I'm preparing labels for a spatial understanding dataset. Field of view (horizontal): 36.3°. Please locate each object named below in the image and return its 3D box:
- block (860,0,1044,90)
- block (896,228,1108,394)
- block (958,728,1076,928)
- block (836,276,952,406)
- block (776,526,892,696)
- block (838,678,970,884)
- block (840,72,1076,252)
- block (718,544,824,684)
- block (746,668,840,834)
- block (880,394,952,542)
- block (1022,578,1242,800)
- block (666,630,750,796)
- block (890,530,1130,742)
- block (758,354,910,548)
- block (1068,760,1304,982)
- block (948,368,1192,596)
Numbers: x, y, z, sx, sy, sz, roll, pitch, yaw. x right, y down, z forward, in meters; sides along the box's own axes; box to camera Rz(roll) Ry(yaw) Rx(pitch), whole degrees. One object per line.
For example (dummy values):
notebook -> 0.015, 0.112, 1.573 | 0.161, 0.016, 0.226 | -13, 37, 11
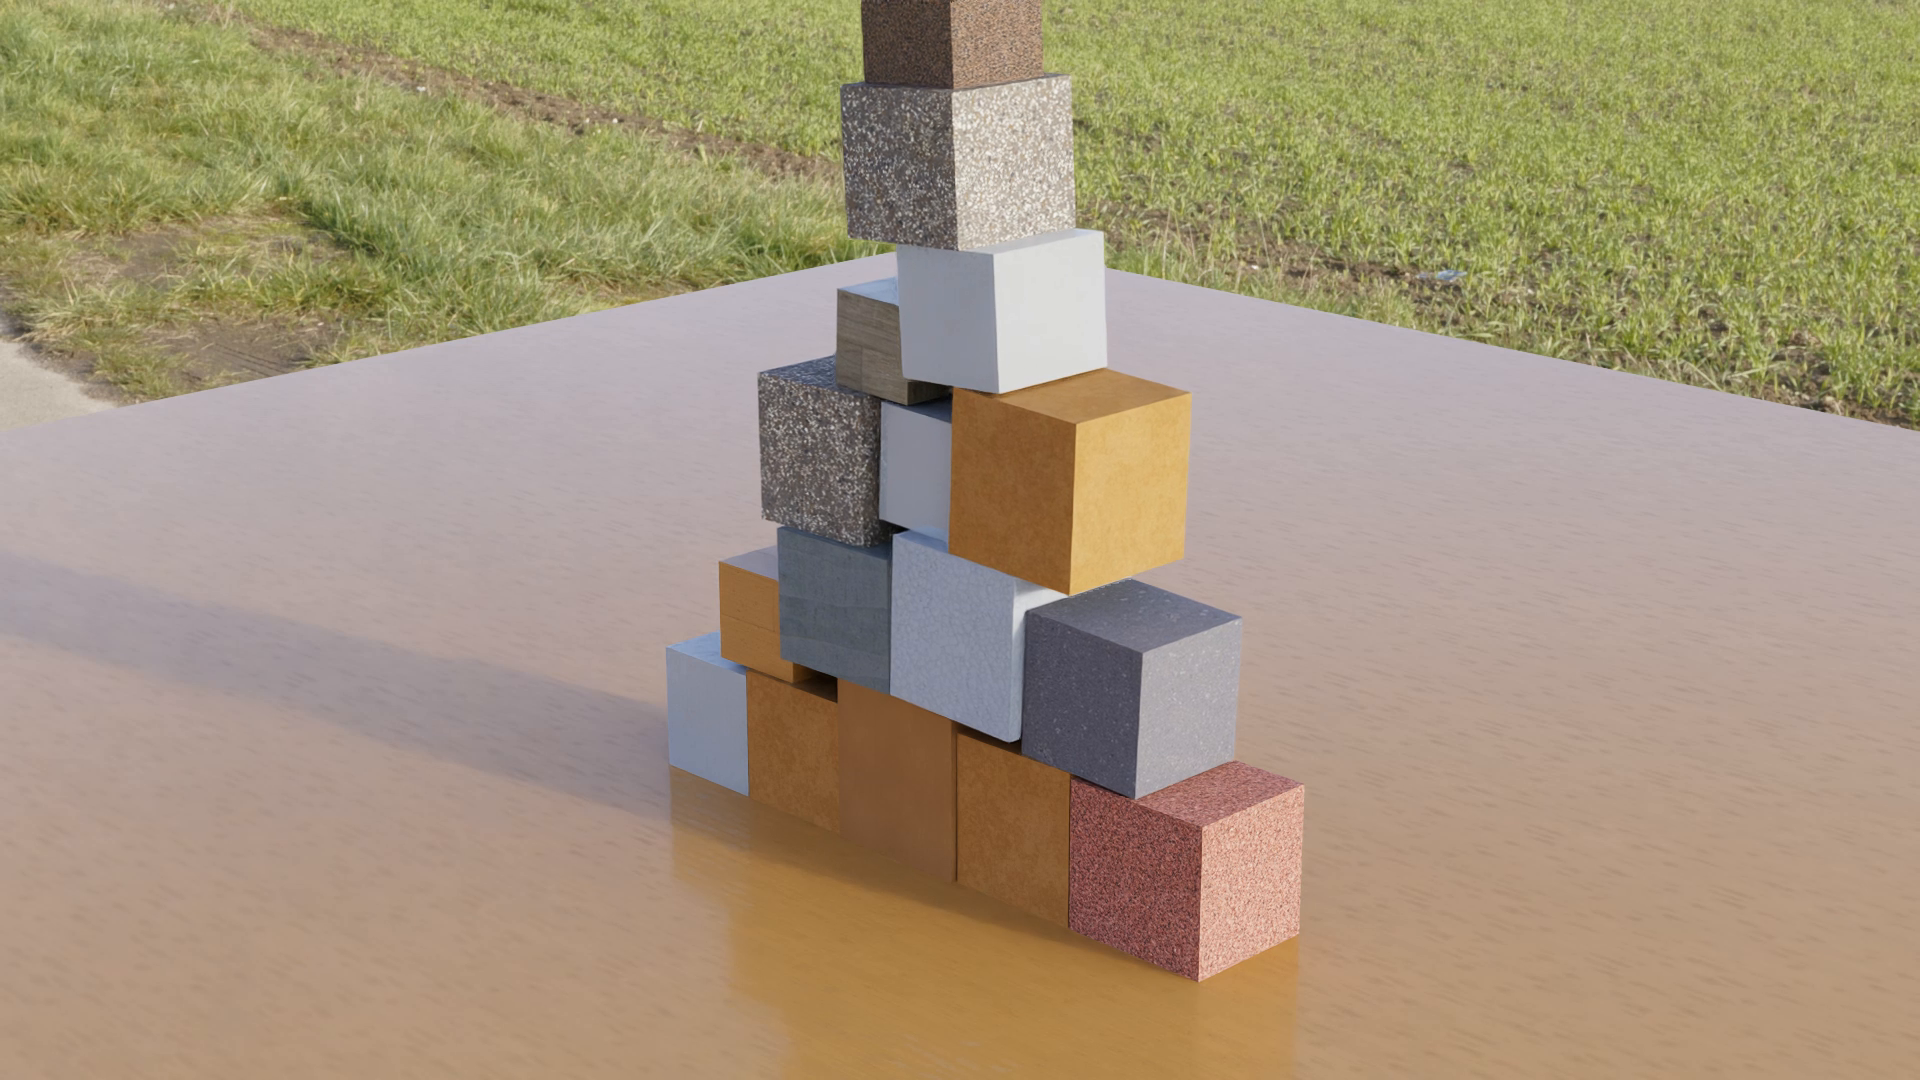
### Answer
block -> -0.036, -2.260, 12.649 | 0.552, 0.548, 0.549 | -17, 20, -42
block -> 0.186, -1.026, 12.806 | 0.682, 0.598, 0.592 | -17, 20, -42
block -> 0.468, 1.216, 13.257 | 0.671, 0.731, 0.690 | -17, 24, -42
block -> -0.215, -0.920, 13.292 | 0.509, 0.443, 0.467 | -17, 26, -42
block -> -0.327, 0.247, 13.758 | 0.740, 0.643, 0.742 | -17, 23, -42
block -> -0.057, 1.022, 13.728 | 0.702, 0.818, 0.749 | -17, 24, -42
block -> -0.006, -1.675, 12.810 | 0.729, 0.668, 0.692 | -17, 20, -42
block -> -0.777, 0.331, 14.260 | 0.577, 0.493, 0.526 | -17, 24, -42
block -> -0.570, 0.946, 14.229 | 0.635, 0.662, 0.665 | -17, 24, -42
block -> 0.021, -0.350, 13.218 | 0.541, 0.550, 0.537 | -17, 26, -42
block -> 0.746, 0.634, 12.781 | 0.650, 0.668, 0.670 | -17, 26, -42
block -> -1.025, 0.826, 14.671 | 0.631, 0.627, 0.605 | -17, 24, -42
block -> 0.224, 0.352, 13.217 | 0.753, 0.768, 0.755 | -17, 26, -42
block -> -0.471, -0.435, 13.687 | 0.619, 0.707, 0.700 | -17, 23, -42
block -> 0.983, 1.381, 12.768 | 0.675, 0.709, 0.748 | -17, 24, -42
block -> 0.475, -0.289, 12.756 | 0.732, 0.757, 0.728 | -17, 26, -42
